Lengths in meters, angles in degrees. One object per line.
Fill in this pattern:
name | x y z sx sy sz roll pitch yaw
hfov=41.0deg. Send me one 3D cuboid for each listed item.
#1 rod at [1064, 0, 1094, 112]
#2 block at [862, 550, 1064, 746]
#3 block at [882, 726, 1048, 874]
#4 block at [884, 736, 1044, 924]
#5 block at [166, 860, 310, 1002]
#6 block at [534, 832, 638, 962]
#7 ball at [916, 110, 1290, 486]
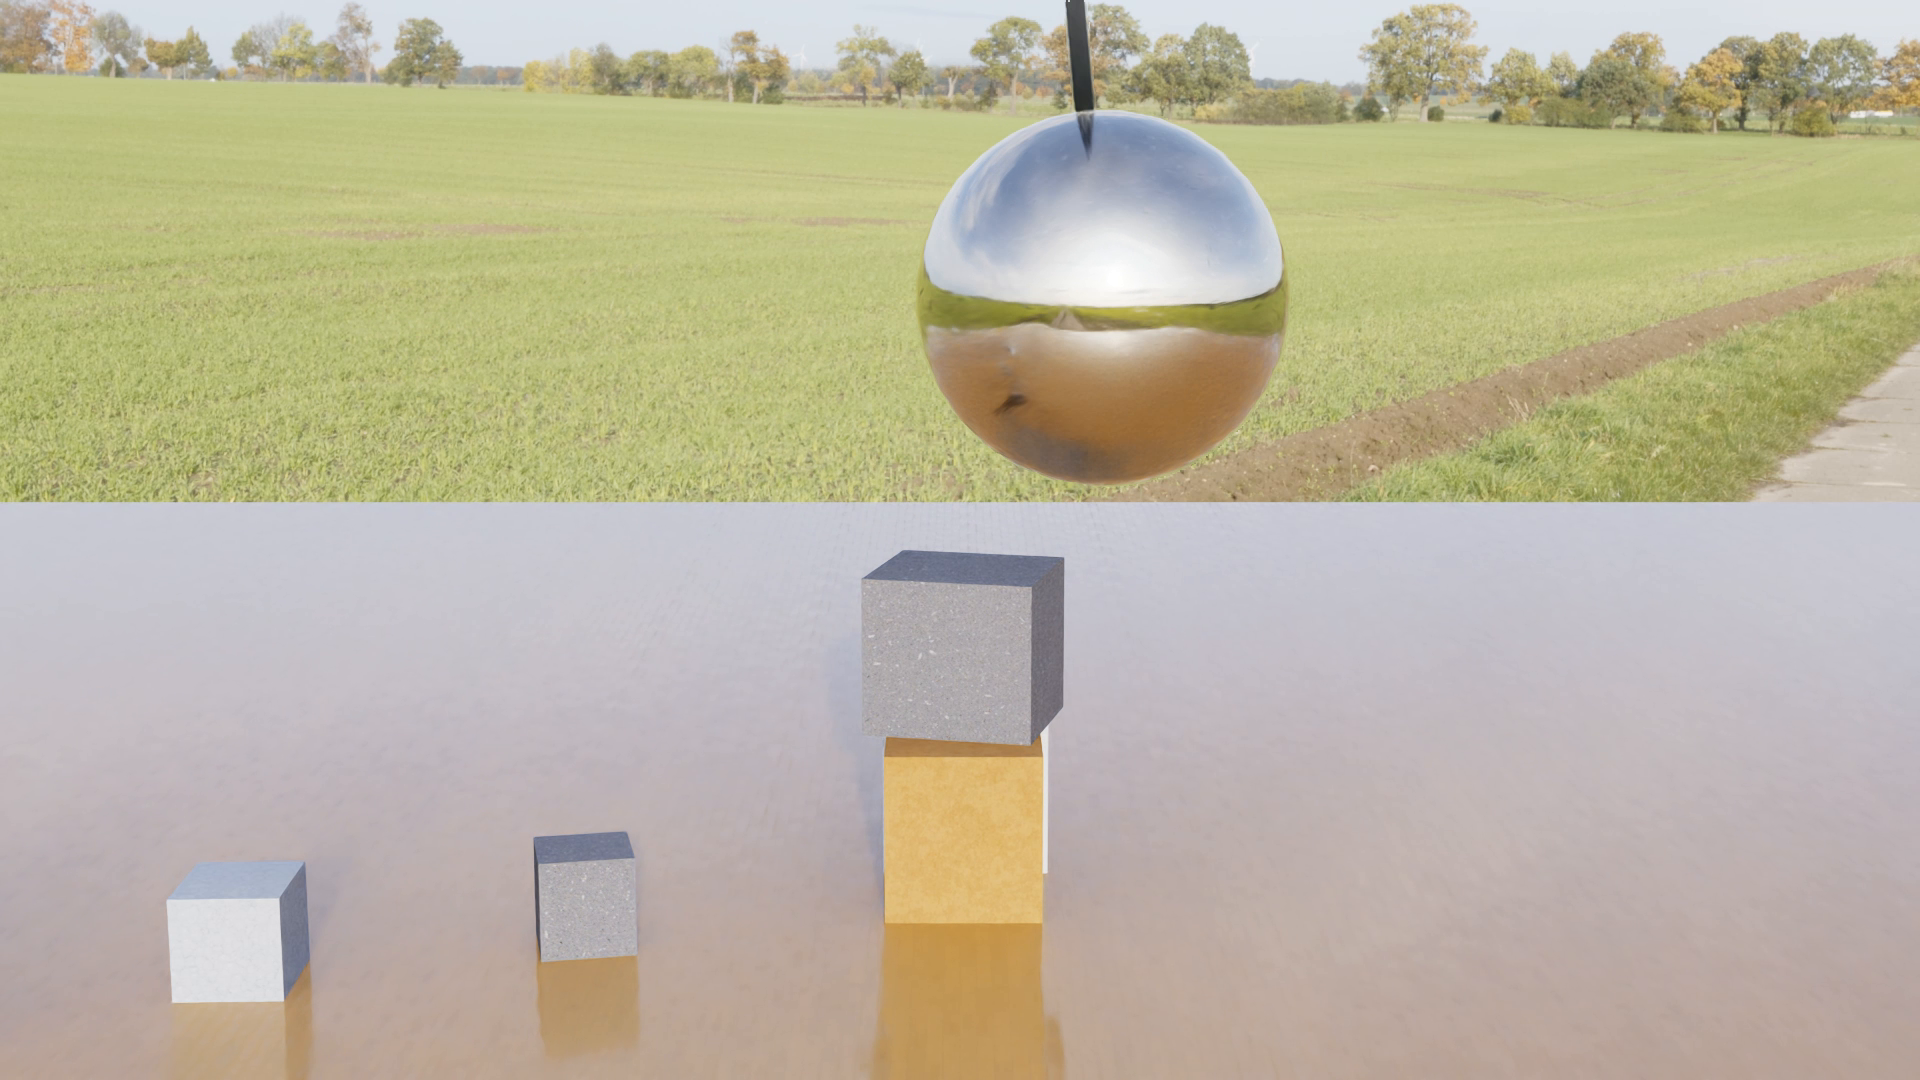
rod | 0.263 -4.362 10.387 0.080 5.200 0.080 -6 10 1
block | 0.022 0.455 11.151 0.737 0.680 0.695 3 11 13
block | 0.022 1.070 11.717 0.730 0.703 0.748 0 10 0
block | 0.016 1.191 11.009 0.660 0.718 0.676 0 10 0
block | -2.813 1.526 10.028 0.423 0.410 0.475 0 10 -2
block | -1.530 1.449 10.458 0.383 0.408 0.379 -2 11 -12
ball | 0.608 -1.034 10.992 1.600 1.600 1.600 0 10 0
